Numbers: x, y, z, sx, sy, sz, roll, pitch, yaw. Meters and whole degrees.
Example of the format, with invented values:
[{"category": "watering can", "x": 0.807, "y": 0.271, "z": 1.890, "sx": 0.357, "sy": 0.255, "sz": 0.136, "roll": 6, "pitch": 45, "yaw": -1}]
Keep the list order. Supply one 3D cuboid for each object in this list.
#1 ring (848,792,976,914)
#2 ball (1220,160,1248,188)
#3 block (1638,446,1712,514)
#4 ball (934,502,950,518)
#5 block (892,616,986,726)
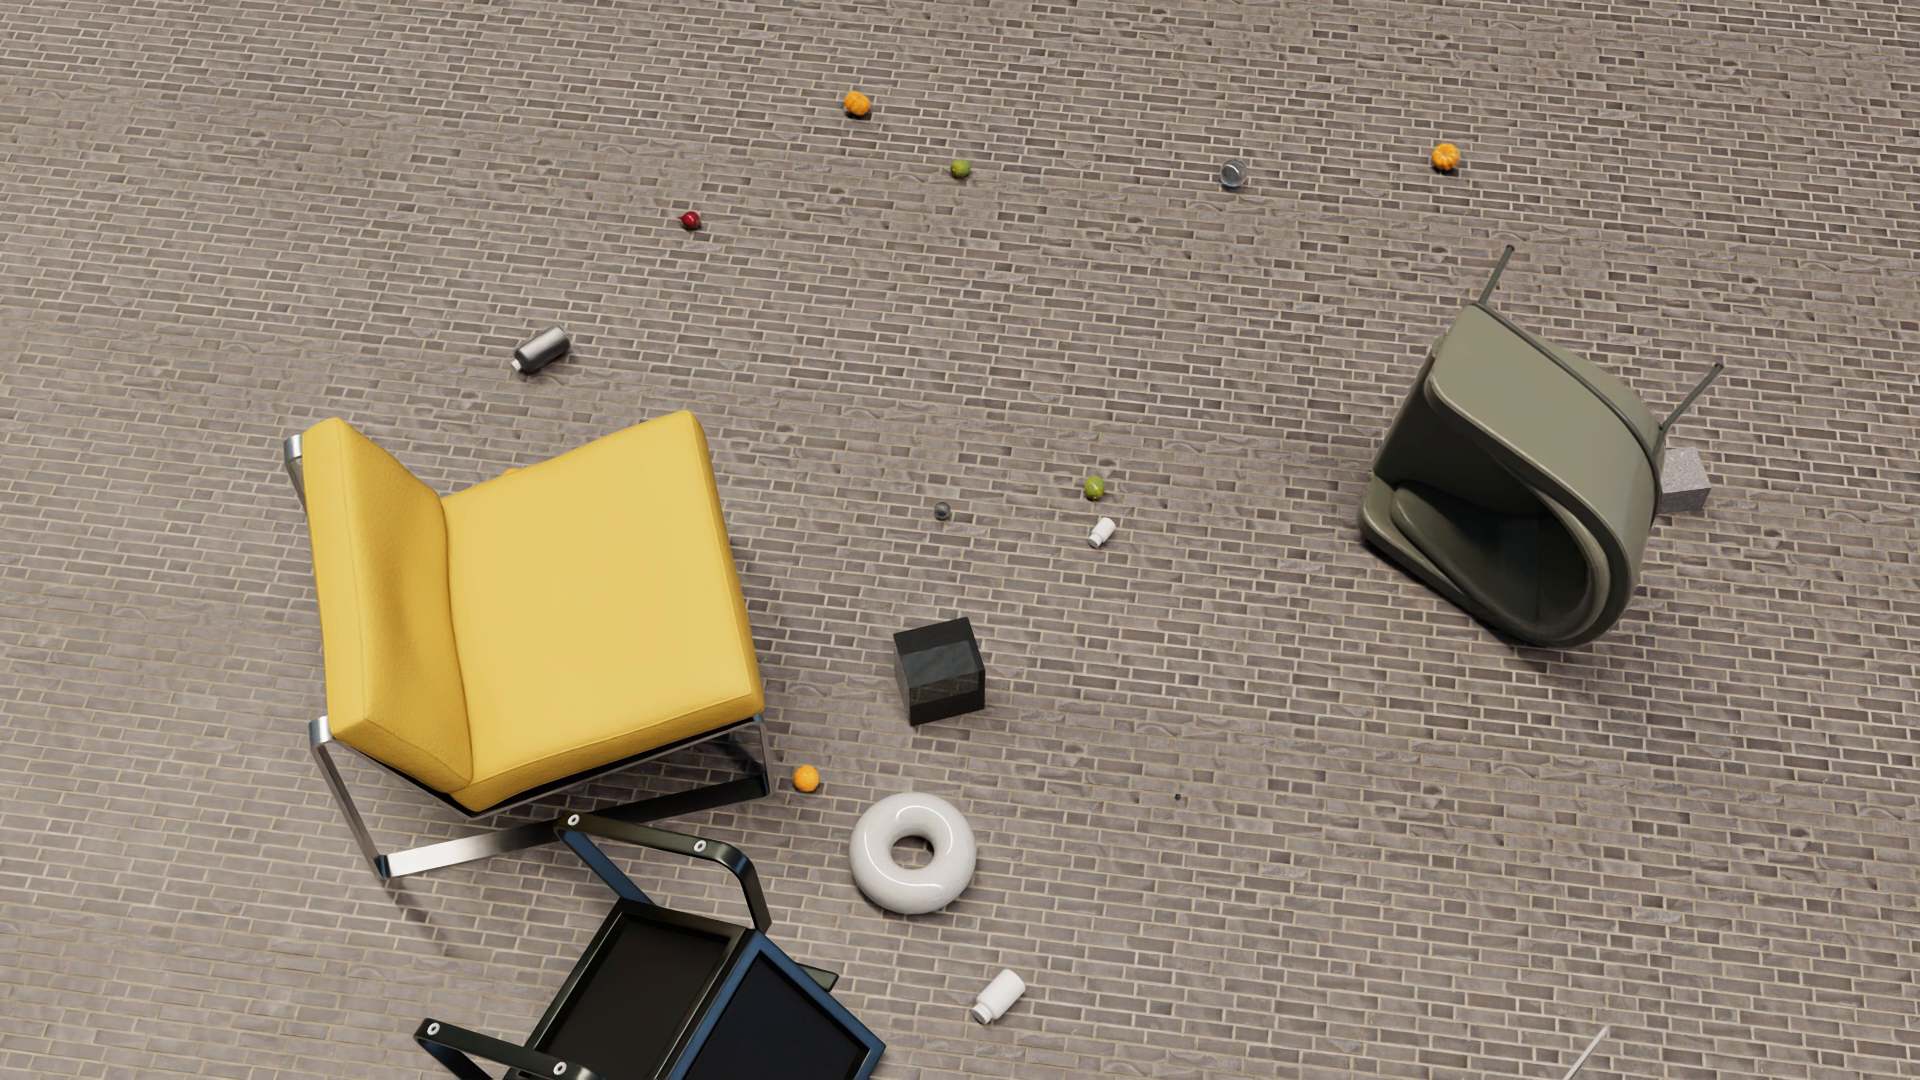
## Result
[{"category": "ring", "x": -0.128, "y": 0.842, "z": 5.929, "sx": 0.348, "sy": 0.135, "sz": 0.345, "roll": 21, "pitch": 59, "yaw": 12}, {"category": "ball", "x": 0.913, "y": -1.225, "z": 7.341, "sx": 0.092, "sy": 0.092, "sz": 0.092, "roll": 0, "pitch": 56, "yaw": 0}, {"category": "block", "x": 2.152, "y": -0.179, "z": 6.626, "sx": 0.150, "sy": 0.112, "sz": 0.153, "roll": -7, "pitch": 56, "yaw": -5}, {"category": "ball", "x": -0.053, "y": -0.089, "z": 6.604, "sx": 0.050, "sy": 0.050, "sz": 0.050, "roll": 0, "pitch": 56, "yaw": 0}, {"category": "block", "x": -0.059, "y": 0.371, "z": 6.192, "sx": 0.218, "sy": 0.220, "sz": 0.180, "roll": -13, "pitch": 57, "yaw": -8}]
